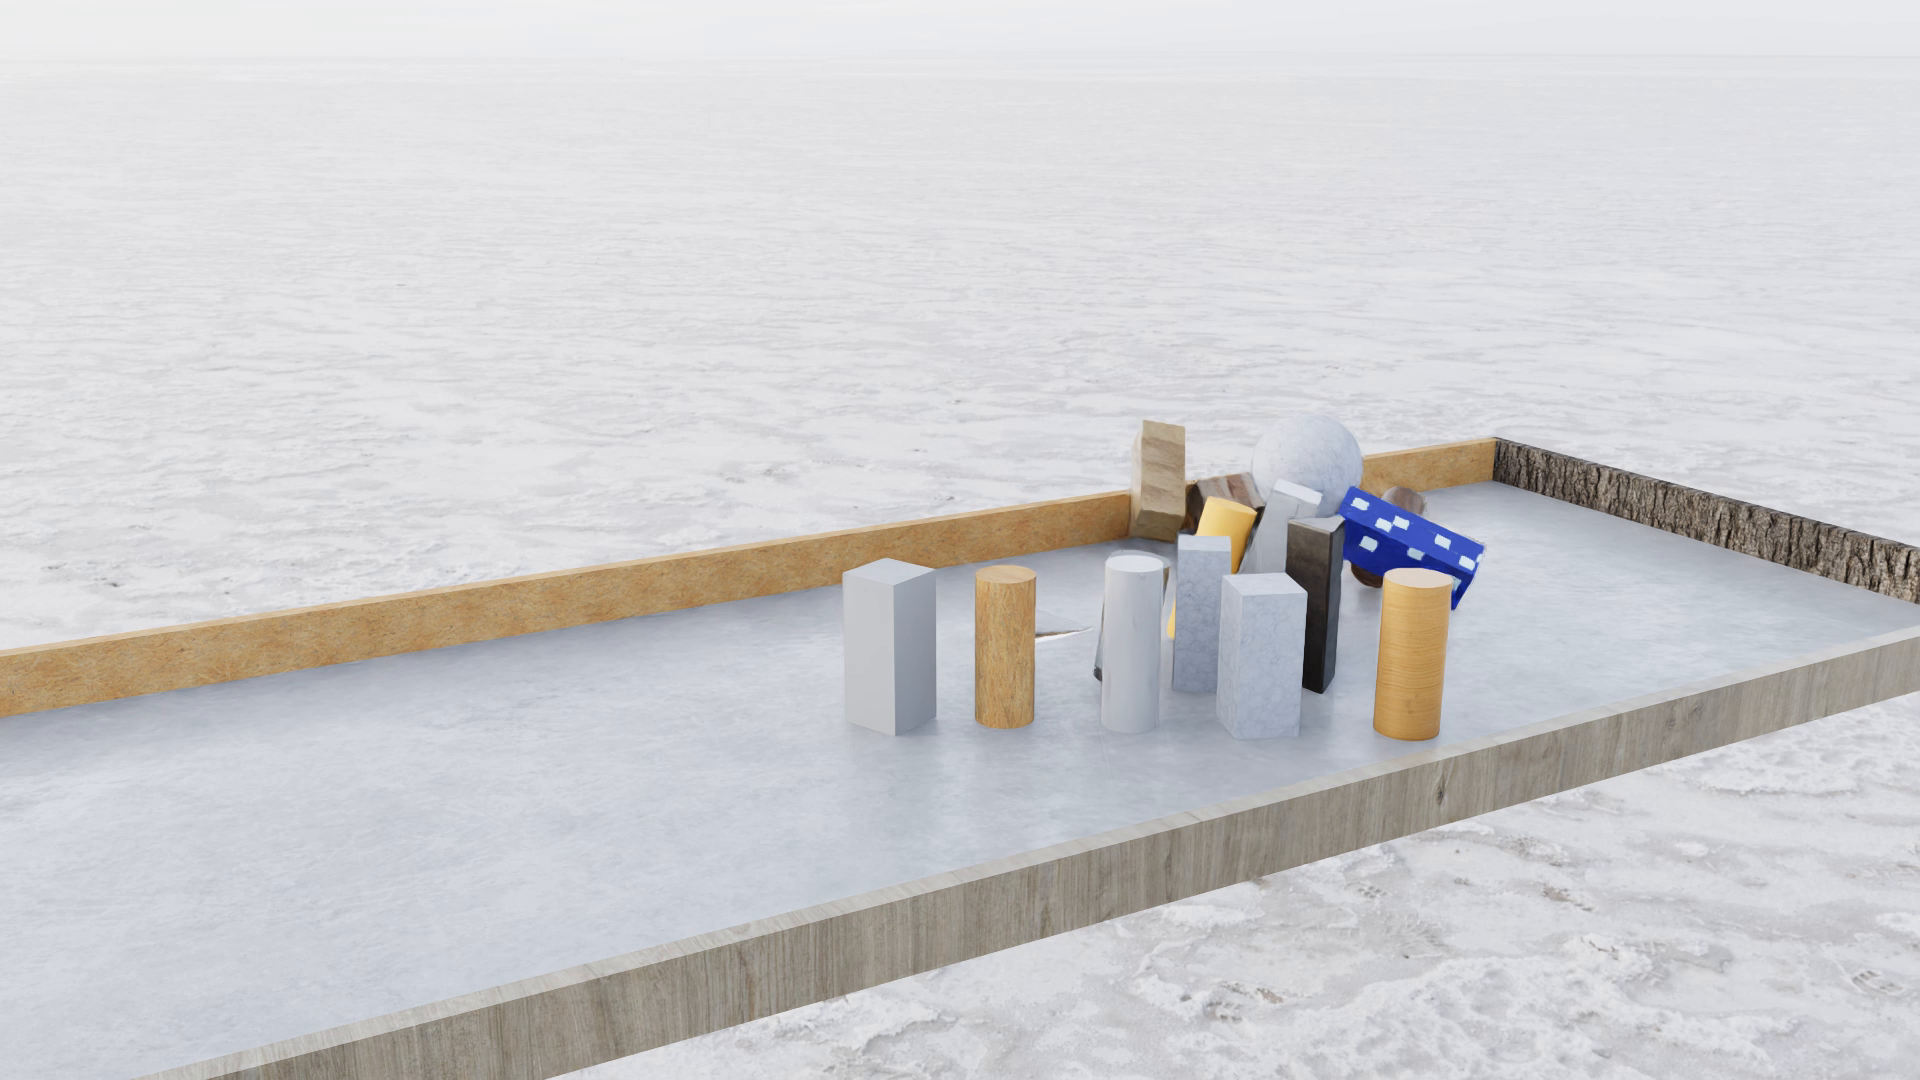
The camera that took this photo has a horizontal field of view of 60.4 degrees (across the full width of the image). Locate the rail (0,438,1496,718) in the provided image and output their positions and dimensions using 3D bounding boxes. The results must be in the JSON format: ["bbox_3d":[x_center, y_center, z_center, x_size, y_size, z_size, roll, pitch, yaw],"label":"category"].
[{"bbox_3d":[-3.305,0.497,3.399,12.000,0.150,0.050,-9,18,-27],"label":"rail"}]

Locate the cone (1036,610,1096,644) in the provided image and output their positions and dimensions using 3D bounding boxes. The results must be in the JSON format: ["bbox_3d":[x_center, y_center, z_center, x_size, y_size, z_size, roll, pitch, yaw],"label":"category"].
[{"bbox_3d":[0.250,0.235,4.441,0.302,0.130,0.130,4,12,-34],"label":"cone"}]

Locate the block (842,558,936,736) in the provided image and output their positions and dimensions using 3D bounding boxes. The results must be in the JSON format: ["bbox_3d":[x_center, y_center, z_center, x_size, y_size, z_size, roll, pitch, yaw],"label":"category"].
[{"bbox_3d":[-0.163,0.248,3.862,0.153,0.367,0.153,12,20,36],"label":"block"}]

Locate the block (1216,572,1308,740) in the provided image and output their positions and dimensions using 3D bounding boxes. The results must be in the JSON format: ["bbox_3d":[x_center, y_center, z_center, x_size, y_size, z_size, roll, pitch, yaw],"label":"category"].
[{"bbox_3d":[0.697,0.267,3.828,0.152,0.348,0.152,-2,17,-8],"label":"block"}]

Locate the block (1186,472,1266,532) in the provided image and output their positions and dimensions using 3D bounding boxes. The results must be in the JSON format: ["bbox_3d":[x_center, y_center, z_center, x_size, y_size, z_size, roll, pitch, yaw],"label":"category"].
[{"bbox_3d":[0.931,-0.134,5.390,0.351,0.125,0.125,-9,-24,-17],"label":"block"}]

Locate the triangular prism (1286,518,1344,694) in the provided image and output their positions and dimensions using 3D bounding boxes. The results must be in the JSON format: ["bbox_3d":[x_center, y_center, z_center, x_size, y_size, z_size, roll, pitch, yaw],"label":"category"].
[{"bbox_3d":[0.899,0.154,4.093,0.122,0.416,0.141,-11,20,-34],"label":"triangular prism"}]

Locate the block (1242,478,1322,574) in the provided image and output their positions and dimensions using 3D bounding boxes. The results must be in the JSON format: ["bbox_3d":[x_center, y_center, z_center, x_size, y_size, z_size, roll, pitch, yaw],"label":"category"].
[{"bbox_3d":[0.797,0.077,4.269,0.120,0.449,0.120,21,21,11],"label":"block"}]

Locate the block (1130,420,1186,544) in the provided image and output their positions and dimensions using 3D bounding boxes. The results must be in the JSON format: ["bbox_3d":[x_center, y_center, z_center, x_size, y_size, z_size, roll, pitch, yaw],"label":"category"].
[{"bbox_3d":[0.635,-0.190,5.291,0.143,0.143,0.374,9,52,-4],"label":"block"}]

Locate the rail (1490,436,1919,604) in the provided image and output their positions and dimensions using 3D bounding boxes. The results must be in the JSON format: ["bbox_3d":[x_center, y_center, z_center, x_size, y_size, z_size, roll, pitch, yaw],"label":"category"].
[{"bbox_3d":[2.466,-0.048,5.253,0.050,0.150,2.100,-9,18,-27],"label":"rail"}]

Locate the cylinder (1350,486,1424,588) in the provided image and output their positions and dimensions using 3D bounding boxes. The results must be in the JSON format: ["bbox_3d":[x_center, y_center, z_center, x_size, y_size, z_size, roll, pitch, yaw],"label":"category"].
[{"bbox_3d":[1.289,-0.012,4.966,0.134,0.134,0.350,8,38,27],"label":"cylinder"}]

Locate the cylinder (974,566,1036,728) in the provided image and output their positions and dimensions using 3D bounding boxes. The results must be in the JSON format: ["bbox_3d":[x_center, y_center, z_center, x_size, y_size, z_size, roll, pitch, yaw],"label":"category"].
[{"bbox_3d":[0.106,0.250,3.870,0.141,0.357,0.141,0,16,0],"label":"cylinder"}]

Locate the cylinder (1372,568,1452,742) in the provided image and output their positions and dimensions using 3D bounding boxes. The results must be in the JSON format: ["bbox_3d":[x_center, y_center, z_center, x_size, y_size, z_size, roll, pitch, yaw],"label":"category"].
[{"bbox_3d":[1.043,0.263,3.804,0.151,0.370,0.151,0,16,0],"label":"cylinder"}]

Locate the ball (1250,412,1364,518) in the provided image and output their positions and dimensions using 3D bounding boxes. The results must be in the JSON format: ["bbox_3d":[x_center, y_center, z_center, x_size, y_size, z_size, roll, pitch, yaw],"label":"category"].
[{"bbox_3d":[1.061,-0.222,5.049,0.337,0.337,0.337,0,16,0],"label":"ball"}]

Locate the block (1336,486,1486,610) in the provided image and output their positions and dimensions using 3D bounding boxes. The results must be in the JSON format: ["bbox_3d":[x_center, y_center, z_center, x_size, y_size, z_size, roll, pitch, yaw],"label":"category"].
[{"bbox_3d":[1.264,0.021,4.714,0.411,0.143,0.143,26,45,11],"label":"block"}]

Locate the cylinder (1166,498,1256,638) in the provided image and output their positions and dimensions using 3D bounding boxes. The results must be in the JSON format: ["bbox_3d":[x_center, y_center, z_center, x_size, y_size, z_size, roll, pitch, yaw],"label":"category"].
[{"bbox_3d":[0.662,0.087,4.352,0.135,0.377,0.135,15,13,-3],"label":"cylinder"}]

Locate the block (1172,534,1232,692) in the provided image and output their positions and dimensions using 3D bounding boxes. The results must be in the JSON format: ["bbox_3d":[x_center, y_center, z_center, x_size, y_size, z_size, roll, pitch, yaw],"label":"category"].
[{"bbox_3d":[0.598,0.182,4.086,0.127,0.366,0.127,2,16,7],"label":"block"}]

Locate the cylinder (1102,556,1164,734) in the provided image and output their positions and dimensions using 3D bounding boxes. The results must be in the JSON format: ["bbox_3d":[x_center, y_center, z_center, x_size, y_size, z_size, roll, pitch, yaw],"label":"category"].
[{"bbox_3d":[0.400,0.242,3.835,0.134,0.393,0.134,0,16,0],"label":"cylinder"}]

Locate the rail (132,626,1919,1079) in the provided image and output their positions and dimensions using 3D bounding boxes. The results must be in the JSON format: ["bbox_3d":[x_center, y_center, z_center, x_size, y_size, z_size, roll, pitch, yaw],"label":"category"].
[{"bbox_3d":[-2.336,1.006,1.665,12.000,0.150,0.050,-9,18,-27],"label":"rail"}]

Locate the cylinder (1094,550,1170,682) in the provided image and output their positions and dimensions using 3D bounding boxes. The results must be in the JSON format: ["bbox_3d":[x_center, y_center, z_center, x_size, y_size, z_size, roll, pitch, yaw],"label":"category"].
[{"bbox_3d":[0.427,0.197,4.106,0.150,0.313,0.150,6,17,-2],"label":"cylinder"}]
